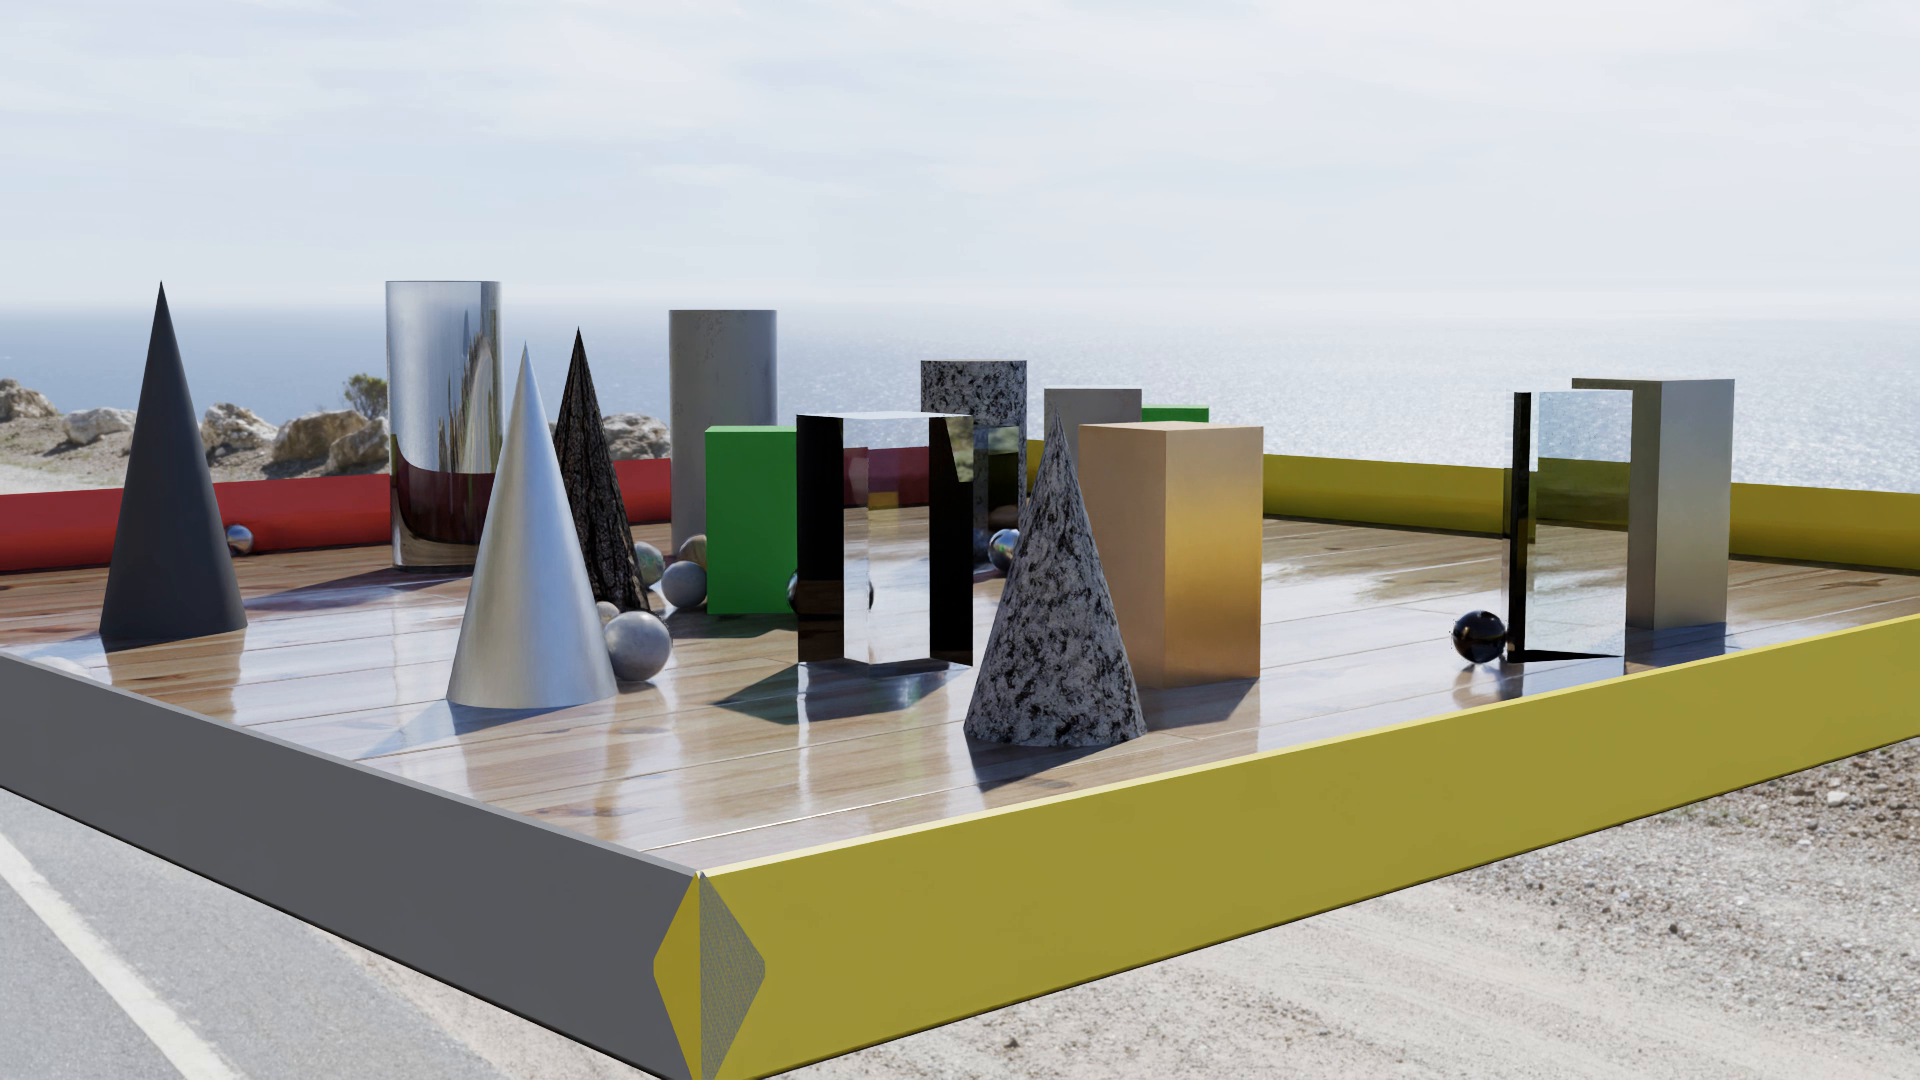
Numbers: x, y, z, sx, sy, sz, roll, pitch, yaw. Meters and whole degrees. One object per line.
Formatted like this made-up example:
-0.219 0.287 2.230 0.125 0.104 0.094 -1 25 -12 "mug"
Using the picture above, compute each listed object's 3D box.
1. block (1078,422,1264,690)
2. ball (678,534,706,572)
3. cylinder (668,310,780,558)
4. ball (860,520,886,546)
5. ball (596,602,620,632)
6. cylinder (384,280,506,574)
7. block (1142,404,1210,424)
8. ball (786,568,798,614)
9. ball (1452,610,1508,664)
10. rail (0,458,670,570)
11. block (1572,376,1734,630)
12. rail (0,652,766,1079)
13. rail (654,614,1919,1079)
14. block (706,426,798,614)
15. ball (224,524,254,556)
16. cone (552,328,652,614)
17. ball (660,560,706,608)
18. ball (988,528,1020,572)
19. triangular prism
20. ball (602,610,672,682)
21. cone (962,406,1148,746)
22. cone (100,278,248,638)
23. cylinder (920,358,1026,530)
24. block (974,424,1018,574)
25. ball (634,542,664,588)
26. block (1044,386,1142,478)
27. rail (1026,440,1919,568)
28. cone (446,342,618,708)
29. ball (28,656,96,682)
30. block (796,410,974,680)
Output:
0.255 0.013 2.684 0.158 0.306 0.158 -4 7 -37 "block"
-0.415 0.034 3.557 0.084 0.084 0.084 0 6 0 "ball"
-0.429 -0.196 4.009 0.198 0.446 0.198 0 6 0 "cylinder"
-0.166 -0.013 4.170 0.049 0.049 0.049 0 6 0 "ball"
-0.490 0.108 3.026 0.047 0.047 0.047 0 6 0 "ball"
-0.887 -0.199 3.805 0.198 0.494 0.198 0 6 0 "cylinder"
0.388 -0.119 4.144 0.158 0.266 0.158 1 6 7 "block"
-0.204 0.074 3.153 0.088 0.088 0.088 0 6 0 "ball"
0.658 0.122 2.784 0.068 0.068 0.068 0 6 0 "ball"
-0.964 -0.075 4.371 3.066 0.129 0.045 -5 8 -42 "rail"
0.991 -0.058 3.163 0.158 0.348 0.158 -4 7 -34 "block"
-1.109 0.140 2.314 0.045 0.129 2.891 -5 8 -42 "rail"
0.964 0.142 2.293 3.066 0.129 0.045 -5 8 -42 "rail"
-0.298 -0.033 3.311 0.158 0.268 0.158 0 6 -3 "block"
-1.316 0.000 4.004 0.058 0.058 0.058 0 6 0 "ball"
-0.539 -0.093 3.129 0.198 0.424 0.198 0 6 0 "cone"
-0.412 0.067 3.292 0.072 0.072 0.072 0 6 0 "ball"
0.084 0.018 3.753 0.075 0.075 0.075 0 6 0 "ball"
0.754 -0.025 2.868 0.172 0.343 0.149 -2 6 -19 "triangular prism"
-0.390 0.128 2.647 0.086 0.086 0.086 0 6 0 "ball"
0.102 0.030 2.333 0.198 0.345 0.198 0 6 0 "cone"
-1.107 -0.120 3.071 0.198 0.490 0.198 0 6 0 "cone"
0.026 -0.159 4.105 0.198 0.353 0.198 0 6 0 "cylinder"
-0.007 -0.074 3.817 0.158 0.244 0.158 4 7 32 "block"
-0.512 0.041 3.539 0.073 0.073 0.073 0 6 0 "ball"
0.222 -0.096 3.662 0.158 0.319 0.158 0 6 4 "block"
1.109 -0.073 4.350 0.045 0.129 2.891 -5 8 -42 "rail"
-0.499 -0.026 2.546 0.198 0.412 0.198 0 6 0 "cone"
-0.917 0.166 2.212 0.099 0.099 0.099 0 6 0 "ball"
-0.094 0.001 2.757 0.158 0.315 0.158 -4 7 -37 "block"
